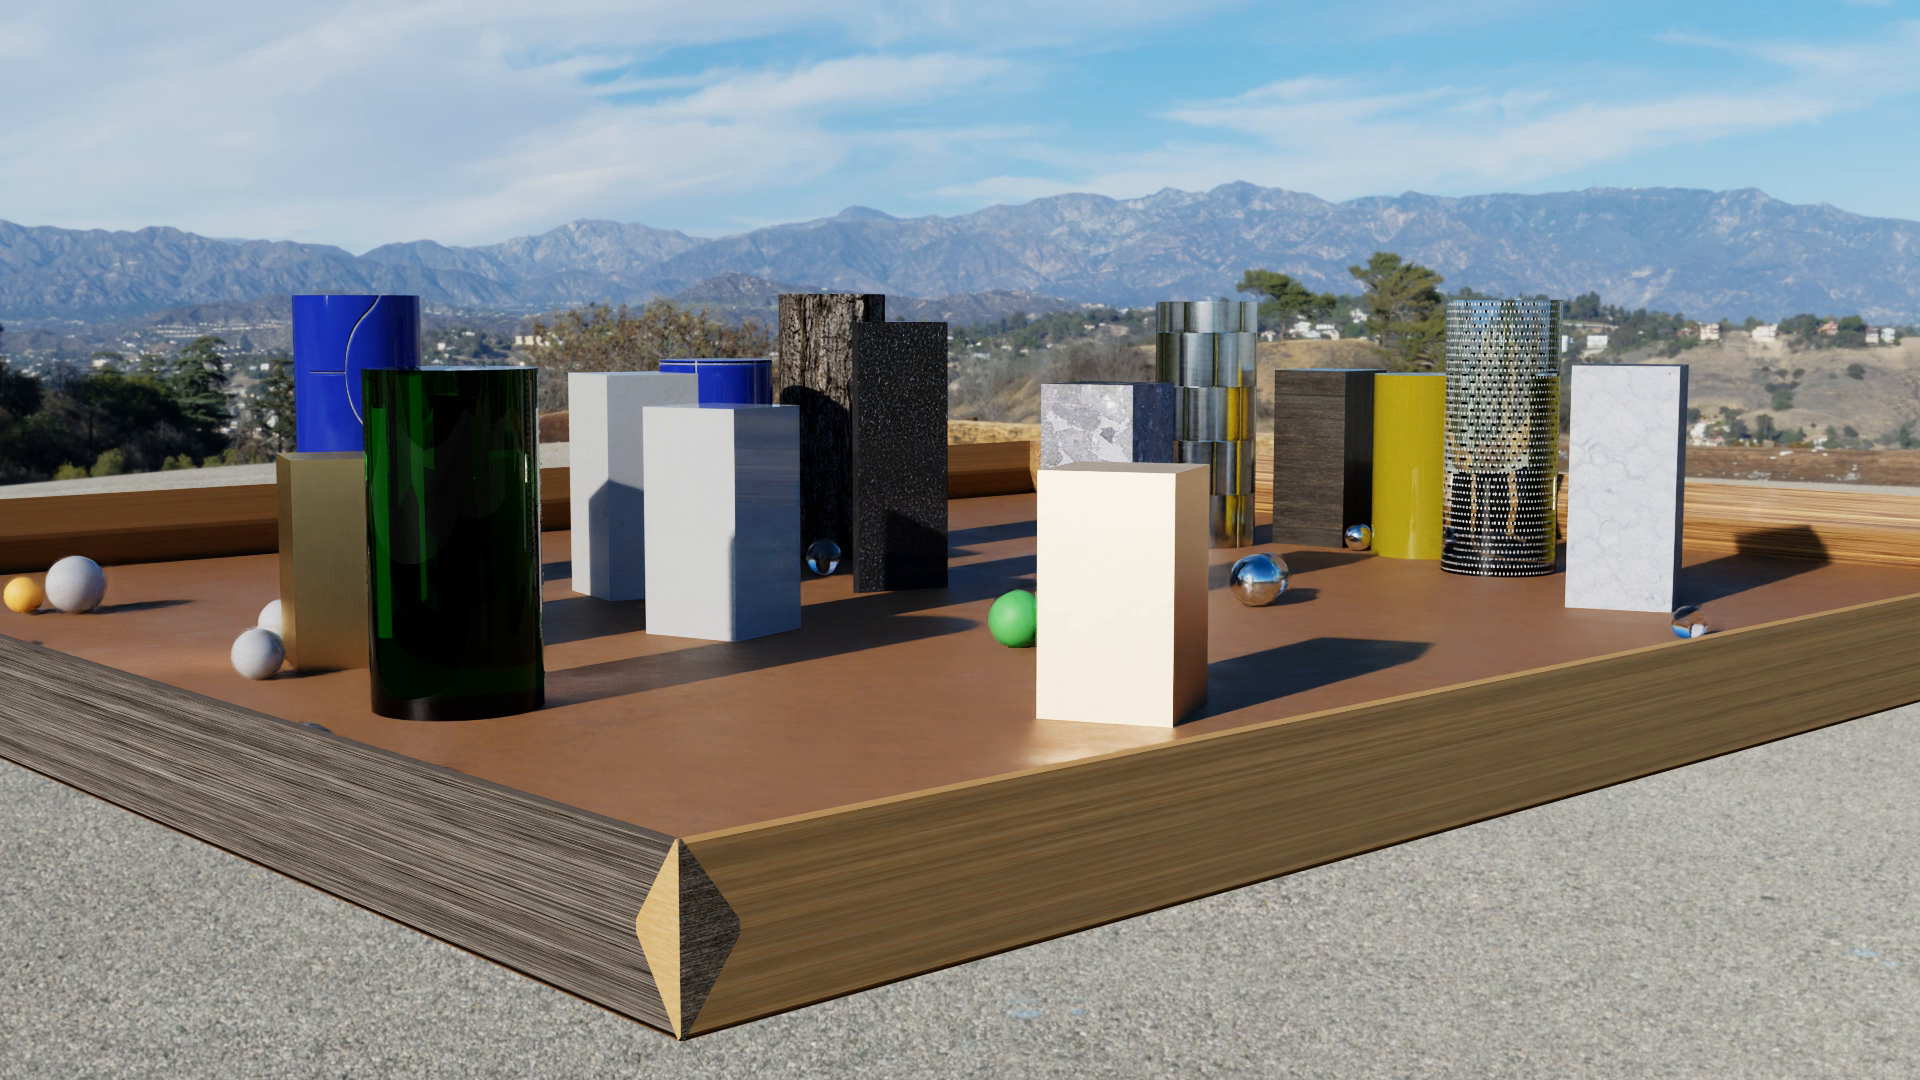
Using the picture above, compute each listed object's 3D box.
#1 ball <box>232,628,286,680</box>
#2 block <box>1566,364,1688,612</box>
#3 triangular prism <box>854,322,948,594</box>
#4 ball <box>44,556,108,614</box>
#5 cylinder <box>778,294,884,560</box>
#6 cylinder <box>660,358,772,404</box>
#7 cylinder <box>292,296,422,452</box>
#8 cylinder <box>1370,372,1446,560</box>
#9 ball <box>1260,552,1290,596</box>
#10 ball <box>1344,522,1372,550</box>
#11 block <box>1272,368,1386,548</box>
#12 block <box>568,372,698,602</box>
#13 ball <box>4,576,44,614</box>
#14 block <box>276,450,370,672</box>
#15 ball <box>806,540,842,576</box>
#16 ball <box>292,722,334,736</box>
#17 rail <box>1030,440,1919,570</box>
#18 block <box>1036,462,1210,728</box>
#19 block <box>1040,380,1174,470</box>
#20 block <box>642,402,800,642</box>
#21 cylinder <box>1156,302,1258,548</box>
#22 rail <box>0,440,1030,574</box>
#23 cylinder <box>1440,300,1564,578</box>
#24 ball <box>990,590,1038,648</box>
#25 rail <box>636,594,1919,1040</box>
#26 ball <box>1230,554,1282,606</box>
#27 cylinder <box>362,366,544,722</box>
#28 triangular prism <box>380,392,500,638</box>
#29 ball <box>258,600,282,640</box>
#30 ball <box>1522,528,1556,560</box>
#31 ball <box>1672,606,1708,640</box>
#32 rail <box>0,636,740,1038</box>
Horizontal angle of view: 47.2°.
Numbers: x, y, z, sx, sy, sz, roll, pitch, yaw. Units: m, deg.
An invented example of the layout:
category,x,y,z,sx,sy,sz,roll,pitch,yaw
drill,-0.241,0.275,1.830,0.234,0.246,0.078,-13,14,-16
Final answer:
category,x,y,z,sx,sy,sz,roll,pitch,yaw
ball,-0.843,0.137,2.643,0.062,0.062,0.062,0,6,0
block,1.004,-0.083,3.307,0.152,0.360,0.152,3,7,23
triangular prism,-0.125,-0.138,3.525,0.165,0.423,0.143,-3,7,-29
ball,-1.291,0.065,3.212,0.085,0.085,0.085,0,6,0
cylinder,-0.229,-0.207,3.961,0.190,0.469,0.190,0,6,0
cylinder,-0.413,-0.127,3.737,0.190,0.358,0.190,0,6,0
cylinder,-0.929,-0.146,3.408,0.190,0.464,0.190,0,6,0
cylinder,0.844,-0.137,3.985,0.190,0.326,0.190,0,6,0
ball,0.470,0.055,3.374,0.071,0.071,0.071,0,6,0
ball,0.734,-0.006,4.048,0.051,0.051,0.051,0,6,0
block,0.702,-0.159,4.176,0.152,0.328,0.152,5,8,40
block,-0.509,-0.089,3.438,0.152,0.344,0.152,-4,7,-32
ball,-1.368,0.081,3.212,0.054,0.054,0.054,0,6,0
block,-0.773,0.023,2.780,0.152,0.260,0.152,-3,7,-23
ball,-0.228,0.030,3.678,0.058,0.058,0.058,0,6,0
ball,-0.596,0.201,1.995,0.071,0.071,0.071,0,6,0
rail,1.077,-0.072,4.320,0.045,0.124,2.725,-6,8,-42
block,0.181,0.055,2.425,0.152,0.271,0.152,2,6,20
block,0.227,-0.076,3.386,0.152,0.330,0.152,3,7,29
block,-0.327,-0.029,3.030,0.152,0.311,0.152,4,7,30
cylinder,0.463,-0.220,4.149,0.190,0.457,0.190,0,6,0
rail,-0.908,-0.071,4.311,2.977,0.124,0.045,-6,8,-42
cylinder,0.915,-0.175,3.718,0.190,0.458,0.190,0,6,0
ball,0.077,0.104,2.895,0.075,0.075,0.075,0,6,0
rail,0.908,0.135,2.353,2.977,0.124,0.045,-6,8,-42
ball,0.442,0.060,3.294,0.078,0.078,0.078,0,6,0
cylinder,-0.564,-0.002,2.451,0.190,0.379,0.190,0,6,0
triangular prism,-0.754,-0.041,3.061,0.143,0.328,0.165,4,7,33
ball,-0.883,0.110,2.873,0.067,0.067,0.067,0,6,0
ball,1.025,0.008,3.895,0.057,0.057,0.057,0,6,0
ball,0.981,0.111,2.955,0.047,0.047,0.047,0,6,0
rail,-1.077,0.136,2.344,0.045,0.124,2.725,-6,8,-42
